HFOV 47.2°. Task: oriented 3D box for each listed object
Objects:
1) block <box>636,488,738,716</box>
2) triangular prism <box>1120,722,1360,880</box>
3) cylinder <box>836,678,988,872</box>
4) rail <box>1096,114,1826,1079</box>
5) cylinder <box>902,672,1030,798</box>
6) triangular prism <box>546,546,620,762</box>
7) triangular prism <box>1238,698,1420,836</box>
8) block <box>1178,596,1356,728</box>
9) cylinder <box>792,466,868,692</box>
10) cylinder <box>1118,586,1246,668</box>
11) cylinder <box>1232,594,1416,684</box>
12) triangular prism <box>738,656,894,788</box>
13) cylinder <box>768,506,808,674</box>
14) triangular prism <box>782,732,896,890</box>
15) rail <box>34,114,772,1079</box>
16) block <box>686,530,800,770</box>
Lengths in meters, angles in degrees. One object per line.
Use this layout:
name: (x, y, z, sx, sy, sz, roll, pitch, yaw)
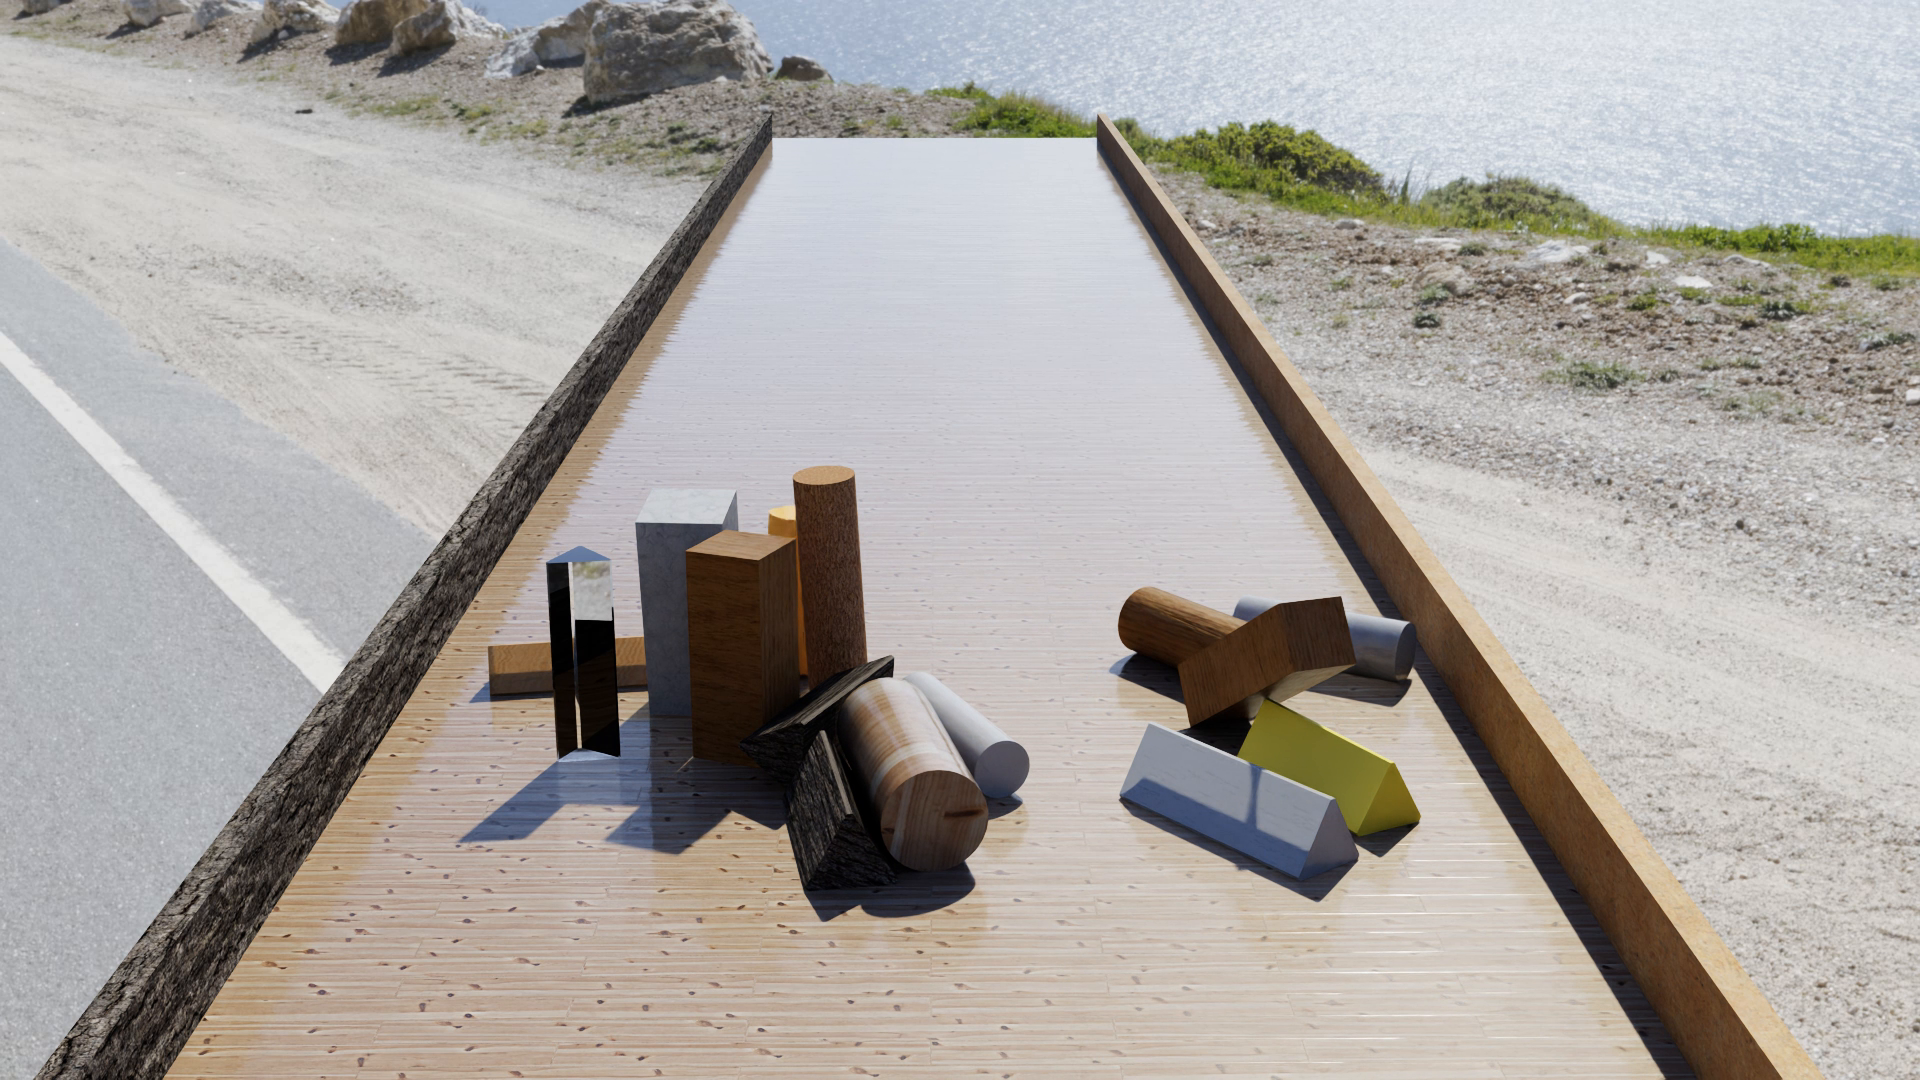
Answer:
block: (-0.499, 0.117, 4.111, 0.158, 0.394, 0.158, 1, 24, 4)
triangular prism: (0.454, 0.414, 3.613, 0.138, 0.119, 0.418, -13, 21, -36)
cylinder: (-0.085, 0.381, 3.643, 0.173, 0.173, 0.426, -4, 17, -12)
rail: (0.932, -0.844, 7.801, 0.050, 0.150, 12.000, 0, 17, -1)
cylinder: (-0.004, 0.341, 3.897, 0.104, 0.104, 0.371, -7, 18, -23)
triangular prism: (-0.667, 0.201, 3.905, 0.109, 0.369, 0.095, -2, 17, -8)
triangular prism: (0.624, 0.376, 3.750, 0.133, 0.115, 0.341, -9, 19, -28)
block: (0.535, 0.220, 3.889, 0.119, 0.119, 0.451, -6, -15, -19)
cylinder: (-0.239, 0.092, 4.114, 0.114, 0.450, 0.114, -3, 19, 1)
cylinder: (0.472, 0.199, 4.320, 0.136, 0.136, 0.338, -12, 20, -35)
cylinder: (0.719, 0.194, 4.358, 0.344, 0.121, 0.121, 10, 19, 29)
triangular prism: (-0.225, 0.303, 3.893, 0.138, 0.120, 0.368, 40, 27, 8)
cylinder: (-0.311, 0.097, 4.341, 0.142, 0.307, 0.142, 3, 13, -1)
triangular prism: (-0.200, 0.429, 3.559, 0.141, 0.122, 0.352, -3, 17, -10)
rail: (-1.118, -0.838, 7.780, 0.050, 0.150, 12.000, 0, 17, -1)
block: (-0.383, 0.192, 3.904, 0.142, 0.385, 0.142, 7, 18, 22)
